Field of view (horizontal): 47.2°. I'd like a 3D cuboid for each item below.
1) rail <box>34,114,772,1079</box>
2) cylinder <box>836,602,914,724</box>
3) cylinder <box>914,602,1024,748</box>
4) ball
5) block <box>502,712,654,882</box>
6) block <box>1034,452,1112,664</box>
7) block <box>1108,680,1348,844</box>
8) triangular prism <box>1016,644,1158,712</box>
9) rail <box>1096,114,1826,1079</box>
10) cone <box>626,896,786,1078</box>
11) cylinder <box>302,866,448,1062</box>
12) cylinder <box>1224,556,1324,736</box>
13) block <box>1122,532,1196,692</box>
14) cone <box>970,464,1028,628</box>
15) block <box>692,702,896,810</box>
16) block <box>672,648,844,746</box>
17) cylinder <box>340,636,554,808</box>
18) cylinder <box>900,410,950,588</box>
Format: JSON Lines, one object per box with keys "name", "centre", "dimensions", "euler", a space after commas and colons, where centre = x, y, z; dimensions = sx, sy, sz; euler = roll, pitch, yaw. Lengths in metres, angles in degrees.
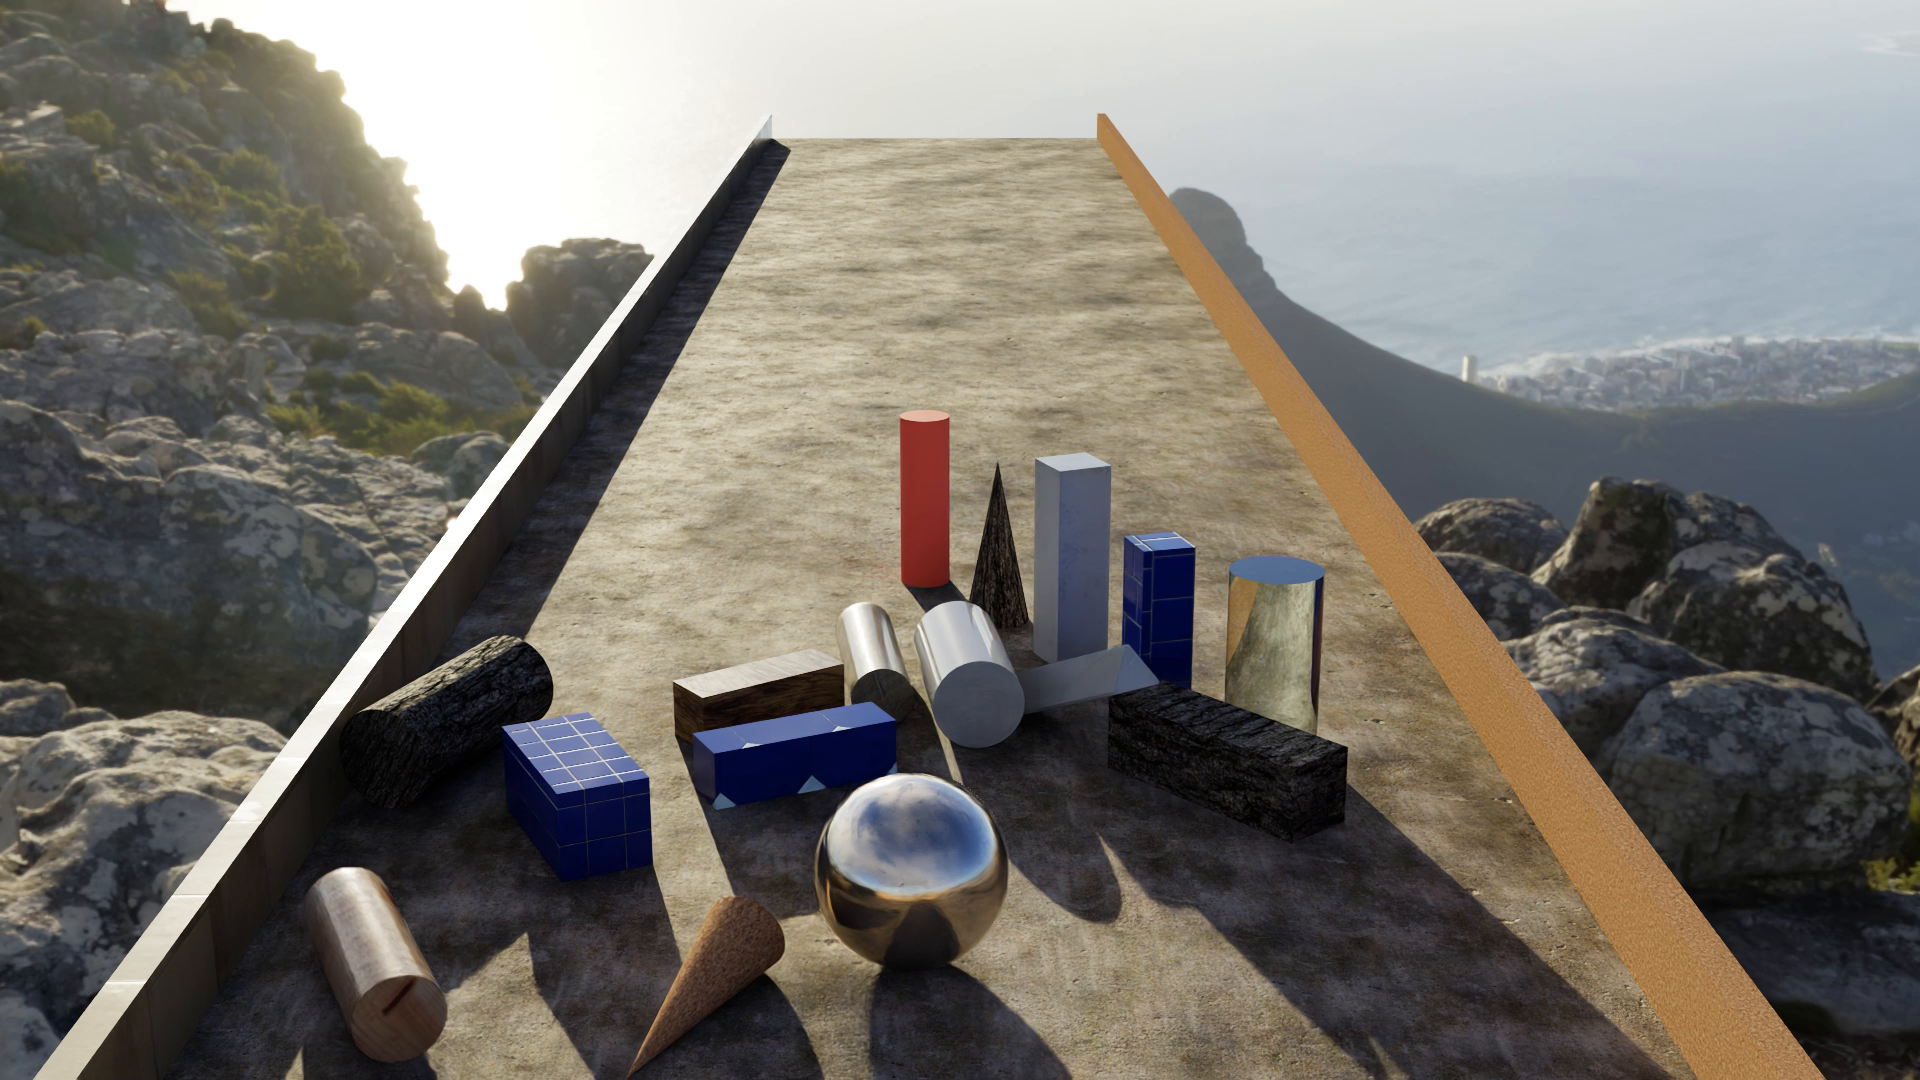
{"name": "rail", "centre": [-1.118, -0.838, 7.780], "dimensions": [0.050, 0.150, 12.000], "euler": [0, 17, -1]}
{"name": "cylinder", "centre": [-0.168, 0.235, 4.232], "dimensions": [0.116, 0.116, 0.394], "euler": [-2, 17, -7]}
{"name": "cylinder", "centre": [0.013, 0.246, 4.106], "dimensions": [0.167, 0.167, 0.346], "euler": [-2, 17, -7]}
{"name": "ball", "centre": [-0.070, 0.473, 3.144], "dimensions": [0.280, 0.280, 0.280], "euler": [0, 17, 0]}
{"name": "block", "centre": [-0.625, 0.413, 3.577], "dimensions": [0.149, 0.149, 0.317], "euler": [-8, 18, -25]}
{"name": "block", "centre": [0.222, 0.041, 4.376], "dimensions": [0.112, 0.406, 0.112], "euler": [-7, 18, -22]}
{"name": "block", "centre": [0.449, 0.371, 3.746], "dimensions": [0.133, 0.133, 0.425], "euler": [-14, 21, -39]}
{"name": "triangular prism", "centre": [0.206, 0.250, 3.943], "dimensions": [0.089, 0.077, 0.421], "euler": [-11, -5, -27]}
{"name": "rail", "centre": [0.932, -0.844, 7.801], "dimensions": [0.050, 0.150, 12.000], "euler": [0, 17, -1]}
{"name": "cone", "centre": [-0.370, 0.631, 2.999], "dimensions": [0.123, 0.123, 0.336], "euler": [7, 28, 23]}
{"name": "cylinder", "centre": [-0.815, 0.582, 3.049], "dimensions": [0.126, 0.126, 0.366], "euler": [-8, 18, -24]}
{"name": "cylinder", "centre": [0.553, 0.218, 3.885], "dimensions": [0.166, 0.346, 0.166], "euler": [0, 17, 0]}
{"name": "block", "centre": [0.372, 0.156, 4.140], "dimensions": [0.103, 0.320, 0.103], "euler": [-5, 17, -15]}
{"name": "cone", "centre": [0.079, 0.001, 4.616], "dimensions": [0.135, 0.347, 0.135], "euler": [0, 17, 0]}
{"name": "block", "centre": [-0.284, 0.370, 3.802], "dimensions": [0.336, 0.102, 0.102], "euler": [-8, 18, -26]}
{"name": "block", "centre": [-0.368, 0.294, 4.052], "dimensions": [0.302, 0.107, 0.107], "euler": [-12, 20, -35]}
{"name": "cylinder", "centre": [-0.895, 0.313, 3.863], "dimensions": [0.177, 0.177, 0.401], "euler": [6, 18, 20]}
{"name": "cylinder", "centre": [-0.078, -0.091, 4.871], "dimensions": [0.109, 0.378, 0.109], "euler": [0, 17, 0]}
